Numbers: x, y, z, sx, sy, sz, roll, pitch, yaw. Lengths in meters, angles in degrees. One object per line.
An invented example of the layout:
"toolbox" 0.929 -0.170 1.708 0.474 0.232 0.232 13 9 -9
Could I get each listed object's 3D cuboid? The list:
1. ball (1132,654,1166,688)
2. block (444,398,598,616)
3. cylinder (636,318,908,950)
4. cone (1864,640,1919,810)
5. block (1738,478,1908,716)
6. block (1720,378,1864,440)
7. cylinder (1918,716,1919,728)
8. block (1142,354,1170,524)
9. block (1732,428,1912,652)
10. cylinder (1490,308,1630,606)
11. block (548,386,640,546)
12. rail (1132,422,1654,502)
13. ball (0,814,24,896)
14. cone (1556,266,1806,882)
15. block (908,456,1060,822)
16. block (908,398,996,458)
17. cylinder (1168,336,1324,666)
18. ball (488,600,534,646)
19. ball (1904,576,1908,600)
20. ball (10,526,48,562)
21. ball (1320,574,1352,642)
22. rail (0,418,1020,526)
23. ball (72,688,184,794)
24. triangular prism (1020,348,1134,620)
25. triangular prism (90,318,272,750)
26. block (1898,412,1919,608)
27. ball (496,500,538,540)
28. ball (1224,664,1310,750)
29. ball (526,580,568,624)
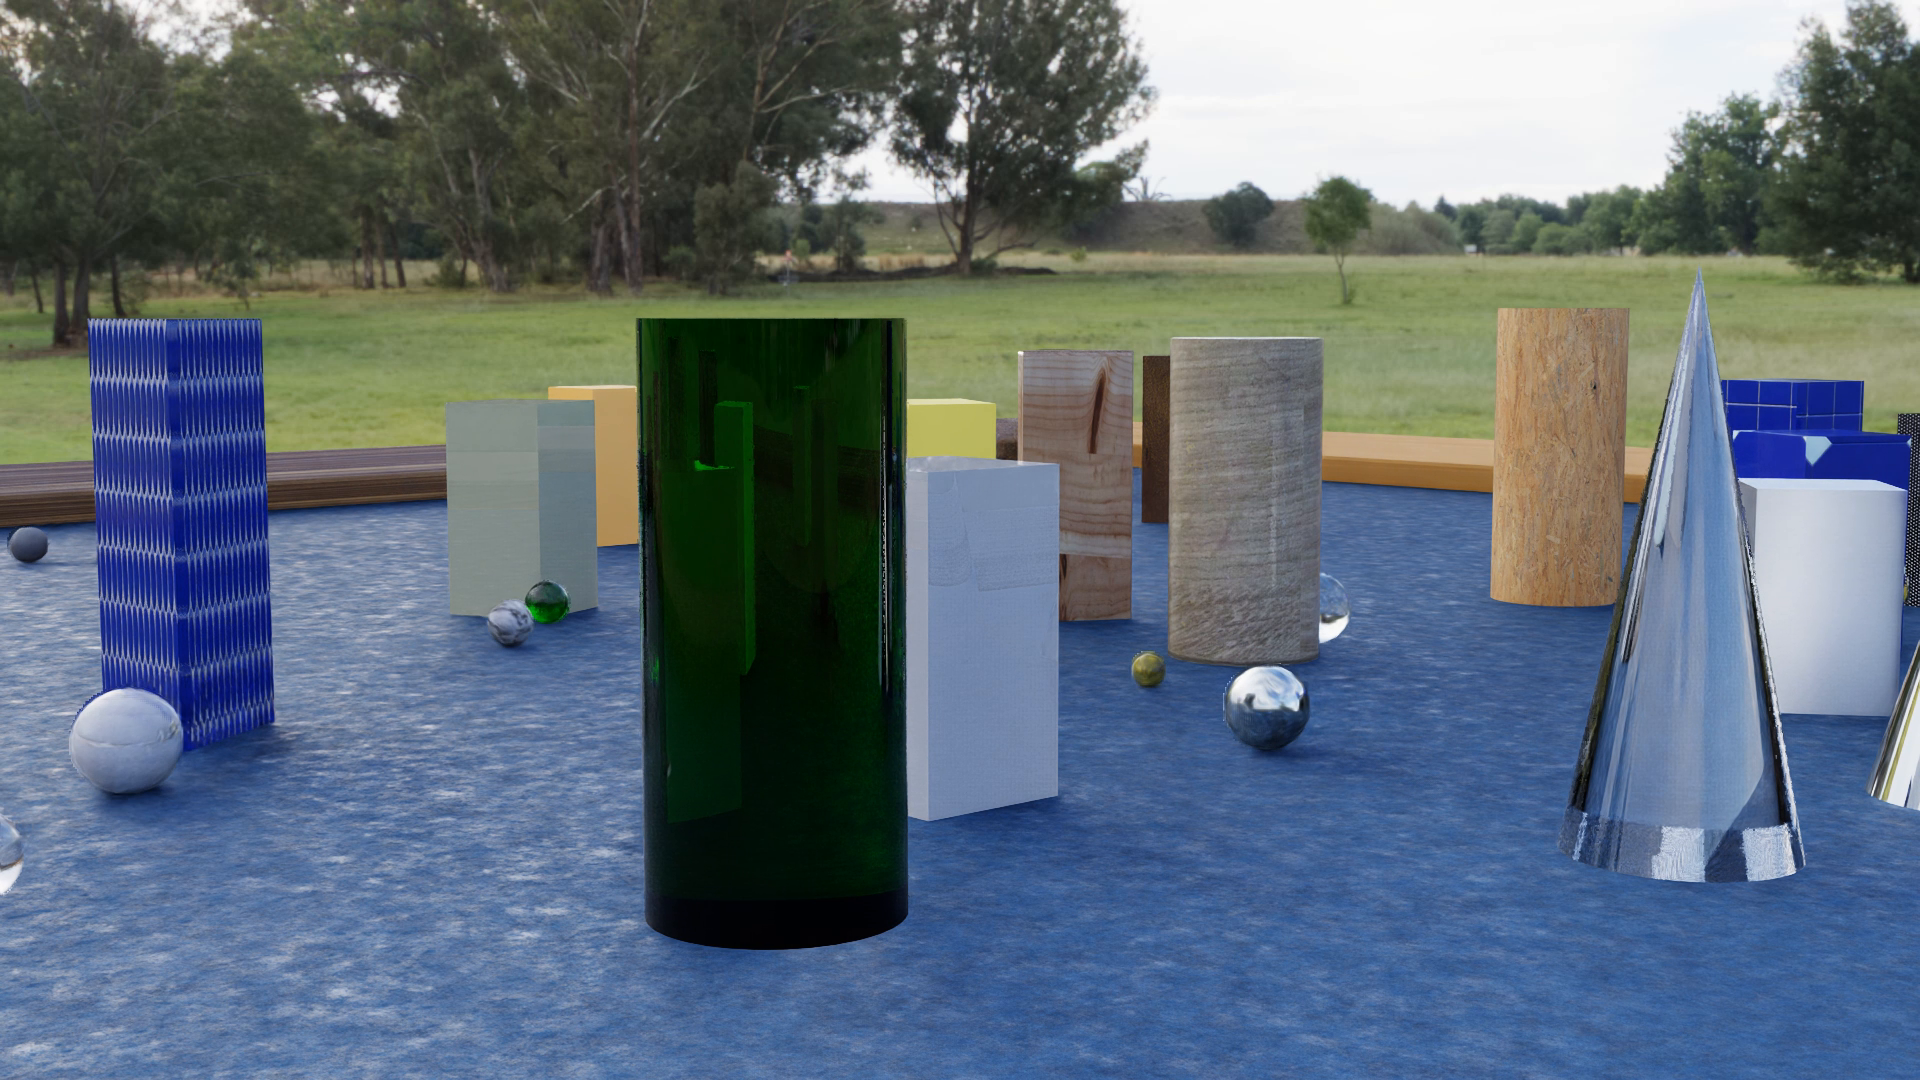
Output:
"ball" 0.223 0.154 2.595 0.041 0.041 0.041 0 6 0
"block" -0.646 -0.050 3.250 0.156 0.310 0.156 2 6 22
"cylinder" -0.136 0.058 1.608 0.195 0.438 0.195 0 6 0
"cone" 0.935 0.068 2.001 0.195 0.337 0.195 0 6 0
"block" 0.966 0.061 2.490 0.156 0.249 0.156 1 6 10
"block" 1.330 -0.091 3.538 0.156 0.332 0.156 -3 7 -30
"cylinder" 1.117 -0.010 2.296 0.195 0.430 0.195 0 6 0
"block" 0.474 -0.216 4.654 0.156 0.349 0.156 1 6 13
"block" 1.132 0.000 2.907 0.156 0.283 0.156 -2 6 -15
"cylinder" 0.921 -0.132 3.381 0.195 0.447 0.195 0 6 0
"block" -0.681 -0.146 4.233 0.156 0.297 0.156 -5 8 -41
"rail" 1.705 -0.131 4.897 0.045 0.127 4.413 -5 8 -42
"ball" -0.741 0.237 1.649 0.073 0.073 0.073 0 6 0
"cone" 0.592 0.017 1.786 0.195 0.482 0.195 0 6 0
"block" -0.020 0.082 2.013 0.156 0.305 0.156 -5 8 -41
"block" -0.052 -0.014 2.829 0.156 0.327 0.156 -2 6 -16
"cylinder" 0.366 -0.055 2.828 0.195 0.408 0.195 0 6 0
"ball" -0.596 0.111 2.921 0.060 0.060 0.060 0 6 0
"ball" 1.355 0.071 3.236 0.074 0.074 0.074 0 6 0
"ball" -1.644 0.008 3.883 0.064 0.064 0.064 0 6 0
"ball" 0.476 0.091 2.943 0.094 0.094 0.094 0 6 0
"rail" -1.480 -0.134 4.928 4.688 0.127 0.045 -5 8 -42
"ball" -0.767 0.185 2.027 0.097 0.097 0.097 0 6 0
"triangular prism" 0.149 -0.084 3.212 0.169 0.386 0.146 -2 6 -14
"triangular prism" -0.796 -0.014 2.315 0.169 0.435 0.146 5 8 42
"block" 1.520 -0.044 3.299 0.156 0.288 0.156 -3 7 -25
"ball" -0.856 -0.038 4.246 0.079 0.079 0.079 0 6 0
"ball" 0.312 0.170 2.231 0.086 0.086 0.086 0 6 0
"ball" -0.587 0.089 3.126 0.061 0.061 0.061 0 6 0
